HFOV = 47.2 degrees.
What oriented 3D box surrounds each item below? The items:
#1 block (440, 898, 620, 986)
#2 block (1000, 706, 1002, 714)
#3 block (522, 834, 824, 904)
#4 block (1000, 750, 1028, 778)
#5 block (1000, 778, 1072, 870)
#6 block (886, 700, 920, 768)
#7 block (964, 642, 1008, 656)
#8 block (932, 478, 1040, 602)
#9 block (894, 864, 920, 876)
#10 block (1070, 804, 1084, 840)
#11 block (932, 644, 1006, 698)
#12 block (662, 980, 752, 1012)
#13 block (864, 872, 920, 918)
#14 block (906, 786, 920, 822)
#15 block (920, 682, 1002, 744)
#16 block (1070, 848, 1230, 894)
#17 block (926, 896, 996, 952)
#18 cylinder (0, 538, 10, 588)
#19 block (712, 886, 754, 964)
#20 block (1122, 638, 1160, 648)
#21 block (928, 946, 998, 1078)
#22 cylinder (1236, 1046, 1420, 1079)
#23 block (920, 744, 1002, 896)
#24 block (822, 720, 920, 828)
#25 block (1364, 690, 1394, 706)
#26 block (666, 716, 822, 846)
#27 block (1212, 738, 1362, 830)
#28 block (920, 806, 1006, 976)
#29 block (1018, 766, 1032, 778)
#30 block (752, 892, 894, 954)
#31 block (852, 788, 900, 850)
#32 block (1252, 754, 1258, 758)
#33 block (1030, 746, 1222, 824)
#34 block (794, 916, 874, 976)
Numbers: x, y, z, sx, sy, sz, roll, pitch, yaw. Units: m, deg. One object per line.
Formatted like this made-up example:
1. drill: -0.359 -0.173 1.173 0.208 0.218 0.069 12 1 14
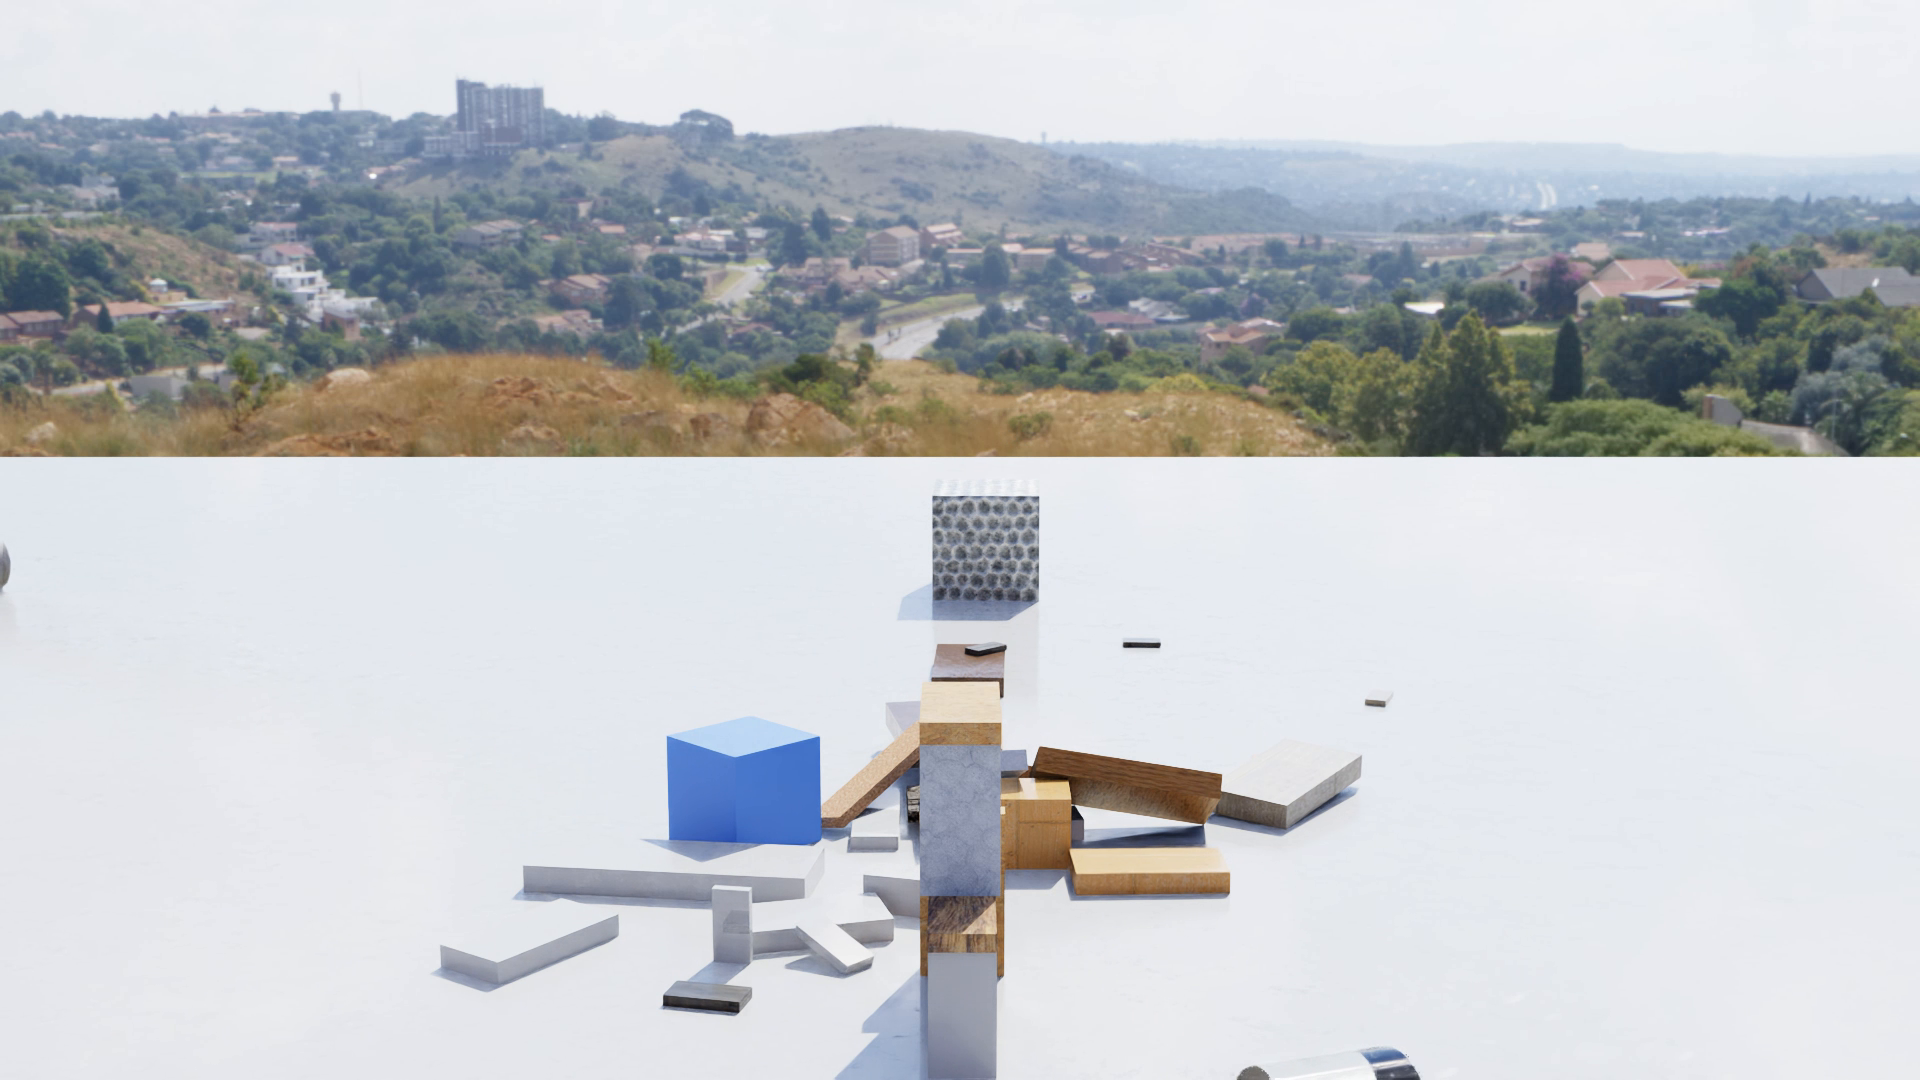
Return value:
1. block: -0.664 0.620 3.409 0.127 0.036 0.254 7 13 35
2. block: 0.005 0.407 4.528 0.163 0.046 0.326 0 11 1
3. block: -0.481 0.557 3.720 0.479 0.047 0.165 1 11 8
4. block: 0.026 0.421 3.944 0.129 0.037 0.258 -1 -16 -14
5. block: 0.128 0.494 3.841 0.125 0.125 0.125 0 11 0
6. block: -0.044 0.384 4.397 0.163 0.046 0.326 -2 11 -10
7. block: 0.061 0.256 5.178 0.093 0.013 0.046 -10 14 -42
8. block: 0.074 -0.003 6.070 0.289 0.289 0.289 0 11 2
9. block: -0.085 0.575 3.699 0.063 0.018 0.127 10 14 42
10. block: 0.141 0.498 4.062 0.129 0.037 0.258 -1 11 -8
11. block: 0.022 0.301 5.099 0.163 0.046 0.326 0 11 2
12. block: -0.368 0.666 3.212 0.117 0.017 0.059 2 11 13
13. block: -0.094 0.576 3.569 0.127 0.063 0.018 3 11 16
14. block: -0.059 0.486 4.050 0.076 0.022 0.152 1 11 -3
15. block: 0.001 0.242 3.086 0.111 0.031 0.222 0 11 0
16. block: 0.320 0.561 3.727 0.258 0.037 0.129 0 10 -2
17. block: 0.003 0.515 2.990 0.092 0.026 0.184 0 11 0
18. cylinder: -2.728 0.068 6.055 0.154 0.154 0.154 8 13 38
19. block: -0.348 0.588 3.361 0.059 0.117 0.017 2 11 10
20. block: 0.449 0.254 5.441 0.093 0.013 0.046 0 11 2
21. block: 0.003 0.630 2.949 0.092 0.184 0.026 0 11 0
22. cylinder: 0.439 0.699 2.598 0.177 0.177 0.177 -4 11 -19
23. block: 0.001 0.380 3.036 0.111 0.222 0.031 0 11 0
24. block: -0.147 0.435 4.114 0.079 0.022 0.357 -6 22 39
25. block: 0.936 0.353 4.911 0.046 0.013 0.093 4 11 21
26. block: -0.386 0.443 3.928 0.194 0.194 0.194 -10 15 -44
27. block: 0.618 0.460 4.176 0.165 0.047 0.329 10 17 33
28. block: 0.004 0.528 3.306 0.127 0.254 0.036 0 11 0
29. block: 0.069 0.426 4.092 0.168 0.024 0.084 13 -15 -14
30. block: -0.243 0.607 3.481 0.254 0.036 0.127 -3 11 -15
31. block: -0.153 0.510 4.035 0.084 0.024 0.290 0 11 -1
32. block: 0.666 0.448 4.374 0.158 0.022 0.079 0 11 -2
33. block: 0.294 0.444 3.964 0.329 0.047 0.165 9 -24 -1
34. block: -0.193 0.619 3.365 0.117 0.017 0.059 32 28 35
